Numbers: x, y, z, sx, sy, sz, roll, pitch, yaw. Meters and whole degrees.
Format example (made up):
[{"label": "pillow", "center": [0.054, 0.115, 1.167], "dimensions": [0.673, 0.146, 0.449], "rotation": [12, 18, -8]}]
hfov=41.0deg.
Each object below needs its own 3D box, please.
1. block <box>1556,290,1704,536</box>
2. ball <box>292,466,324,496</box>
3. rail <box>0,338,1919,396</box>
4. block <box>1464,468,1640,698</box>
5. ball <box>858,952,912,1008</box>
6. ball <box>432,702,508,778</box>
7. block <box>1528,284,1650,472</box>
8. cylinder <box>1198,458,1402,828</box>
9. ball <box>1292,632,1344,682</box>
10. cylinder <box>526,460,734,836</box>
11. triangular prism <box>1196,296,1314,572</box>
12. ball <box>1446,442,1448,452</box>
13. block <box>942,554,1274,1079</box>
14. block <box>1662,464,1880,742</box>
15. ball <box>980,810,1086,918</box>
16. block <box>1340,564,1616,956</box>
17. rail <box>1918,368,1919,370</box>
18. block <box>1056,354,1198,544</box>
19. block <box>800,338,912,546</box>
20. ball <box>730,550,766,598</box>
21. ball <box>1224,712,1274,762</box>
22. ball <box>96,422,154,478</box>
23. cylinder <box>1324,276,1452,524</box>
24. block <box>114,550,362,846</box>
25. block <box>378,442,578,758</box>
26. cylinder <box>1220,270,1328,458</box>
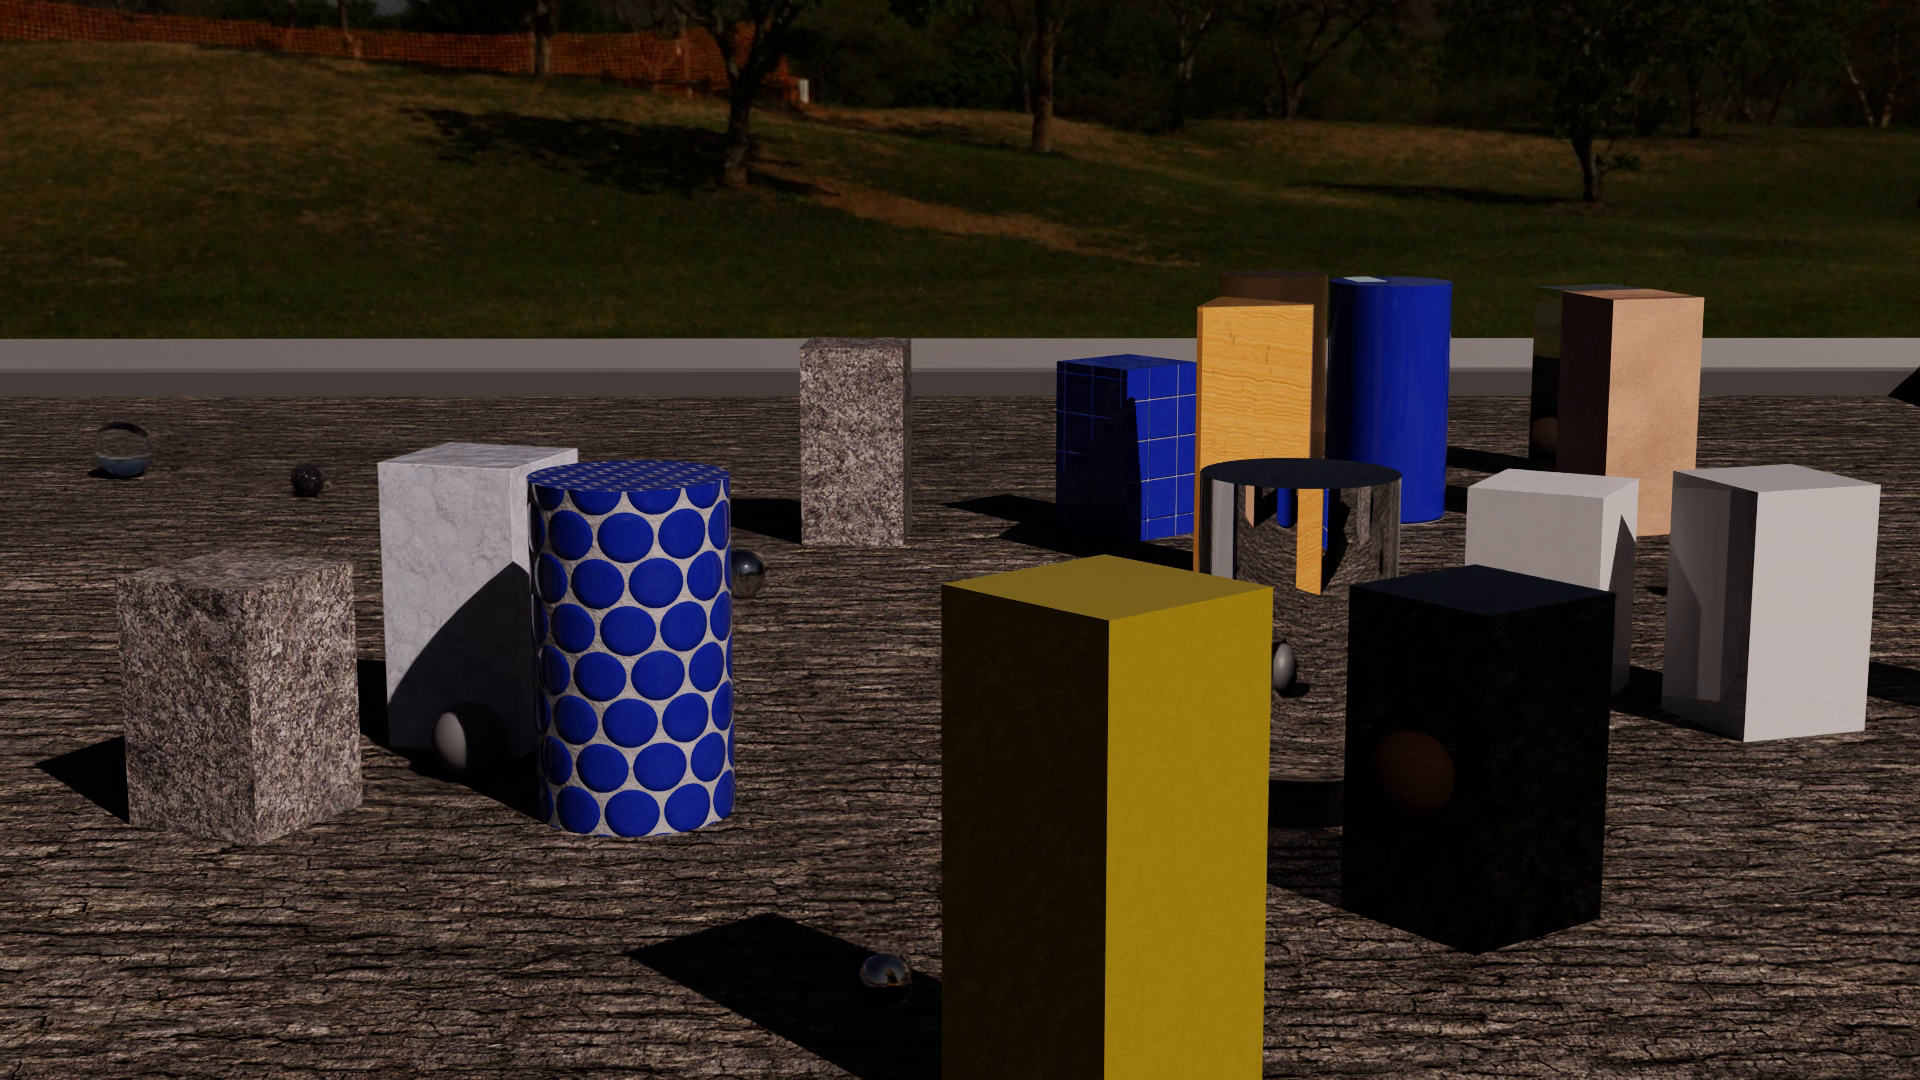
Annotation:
[{"label": "block", "center": [1.055, -0.203, 4.059], "dimensions": [0.157, 0.371, 0.157], "rotation": [-3, 11, -16]}, {"label": "ball", "center": [-1.111, -0.100, 4.374], "dimensions": [0.053, 0.053, 0.053], "rotation": [0, 11, 0]}, {"label": "rail", "center": [-0.013, -0.378, 5.667], "dimensions": [4.344, 0.127, 0.045], "rotation": [0, 11, 0]}, {"label": "block", "center": [0.690, 0.055, 3.003], "dimensions": [0.157, 0.248, 0.157], "rotation": [6, 12, 28]}, {"label": "ball", "center": [-0.059, 0.344, 2.007], "dimensions": [0.042, 0.042, 0.042], "rotation": [0, 11, 0]}, {"label": "ball", "center": [-0.506, 0.207, 2.651], "dimensions": [0.078, 0.078, 0.078], "rotation": [0, 11, 0]}, {"label": "block", "center": [1.126, -0.277, 4.549], "dimensions": [0.157, 0.337, 0.157], "rotation": [-4, 11, -22]}, {"label": "cylinder", "center": [0.334, 0.097, 2.544], "dimensions": [0.196, 0.332, 0.196], "rotation": [0, 11, 0]}, {"label": "ball", "center": [0.427, 0.140, 3.059], "dimensions": [0.061, 0.061, 0.061], "rotation": [0, 11, 0]}, {"label": "cylinder", "center": [-0.321, 0.102, 2.517], "dimensions": [0.196, 0.334, 0.196], "rotation": [0, 11, 0]}, {"label": "triangular prism", "center": [0.400, -0.148, 3.704], "dimensions": [0.170, 0.393, 0.147], "rotation": [-3, 11, -13]}, {"label": "ball", "center": [0.849, -0.171, 4.684], "dimensions": [0.081, 0.081, 0.081], "rotation": [0, 11, 0]}, {"label": "block", "center": [0.098, 0.218, 1.753], "dimensions": [0.157, 0.383, 0.157], "rotation": [-9, 14, -42]}, {"label": "block", "center": [0.903, 0.067, 2.866], "dimensions": [0.157, 0.276, 0.157], "rotation": [-4, 11, -18]}, {"label": "ball", "center": [0.063, 0.280, 2.220], "dimensions": [0.092, 0.092, 0.092], "rotation": [0, 11, 0]}, {"label": "block", "center": [0.443, 0.183, 2.206], "dimensions": [0.157, 0.287, 0.157], "rotation": [-8, 13, -36]}, {"label": "rail", "center": [2.148, 0.031, 3.461], "dimensions": [0.045, 0.127, 4.558], "rotation": [0, 11, 0]}, {"label": "block", "center": [0.262, -0.146, 4.034], "dimensions": [0.157, 0.269, 0.157], "rotation": [-9, 14, -40]}, {"label": "block", "center": [-0.160, -0.155, 3.988], "dimensions": [0.157, 0.303, 0.157], "rotation": [1, 11, 4]}, {"label": "ball", "center": [-0.302, 0.046, 3.544], "dimensions": [0.068, 0.068, 0.068], "rotation": [0, 11, 0]}, {"label": "ball", "center": [0.305, 0.209, 2.713], "dimensions": [0.052, 0.052, 0.052], "rotation": [0, 11, 0]}, {"label": "ball", "center": [-1.491, -0.161, 4.580], "dimensions": [0.098, 0.098, 0.098], "rotation": [0, 11, 0]}, {"label": "cylinder", "center": [0.695, -0.229, 4.171], "dimensions": [0.196, 0.382, 0.196], "rotation": [0, 11, 0]}, {"label": "block", "center": [-0.701, 0.149, 2.503], "dimensions": [0.157, 0.245, 0.157], "rotation": [5, 12, 25]}, {"label": "block", "center": [-0.519, 0.061, 2.798], "dimensions": [0.157, 0.311, 0.157], "rotation": [3, 11, 18]}, {"label": "cylinder", "center": [0.569, -0.310, 4.691], "dimensions": [0.196, 0.351, 0.196], "rotation": [0, 11, 0]}]
